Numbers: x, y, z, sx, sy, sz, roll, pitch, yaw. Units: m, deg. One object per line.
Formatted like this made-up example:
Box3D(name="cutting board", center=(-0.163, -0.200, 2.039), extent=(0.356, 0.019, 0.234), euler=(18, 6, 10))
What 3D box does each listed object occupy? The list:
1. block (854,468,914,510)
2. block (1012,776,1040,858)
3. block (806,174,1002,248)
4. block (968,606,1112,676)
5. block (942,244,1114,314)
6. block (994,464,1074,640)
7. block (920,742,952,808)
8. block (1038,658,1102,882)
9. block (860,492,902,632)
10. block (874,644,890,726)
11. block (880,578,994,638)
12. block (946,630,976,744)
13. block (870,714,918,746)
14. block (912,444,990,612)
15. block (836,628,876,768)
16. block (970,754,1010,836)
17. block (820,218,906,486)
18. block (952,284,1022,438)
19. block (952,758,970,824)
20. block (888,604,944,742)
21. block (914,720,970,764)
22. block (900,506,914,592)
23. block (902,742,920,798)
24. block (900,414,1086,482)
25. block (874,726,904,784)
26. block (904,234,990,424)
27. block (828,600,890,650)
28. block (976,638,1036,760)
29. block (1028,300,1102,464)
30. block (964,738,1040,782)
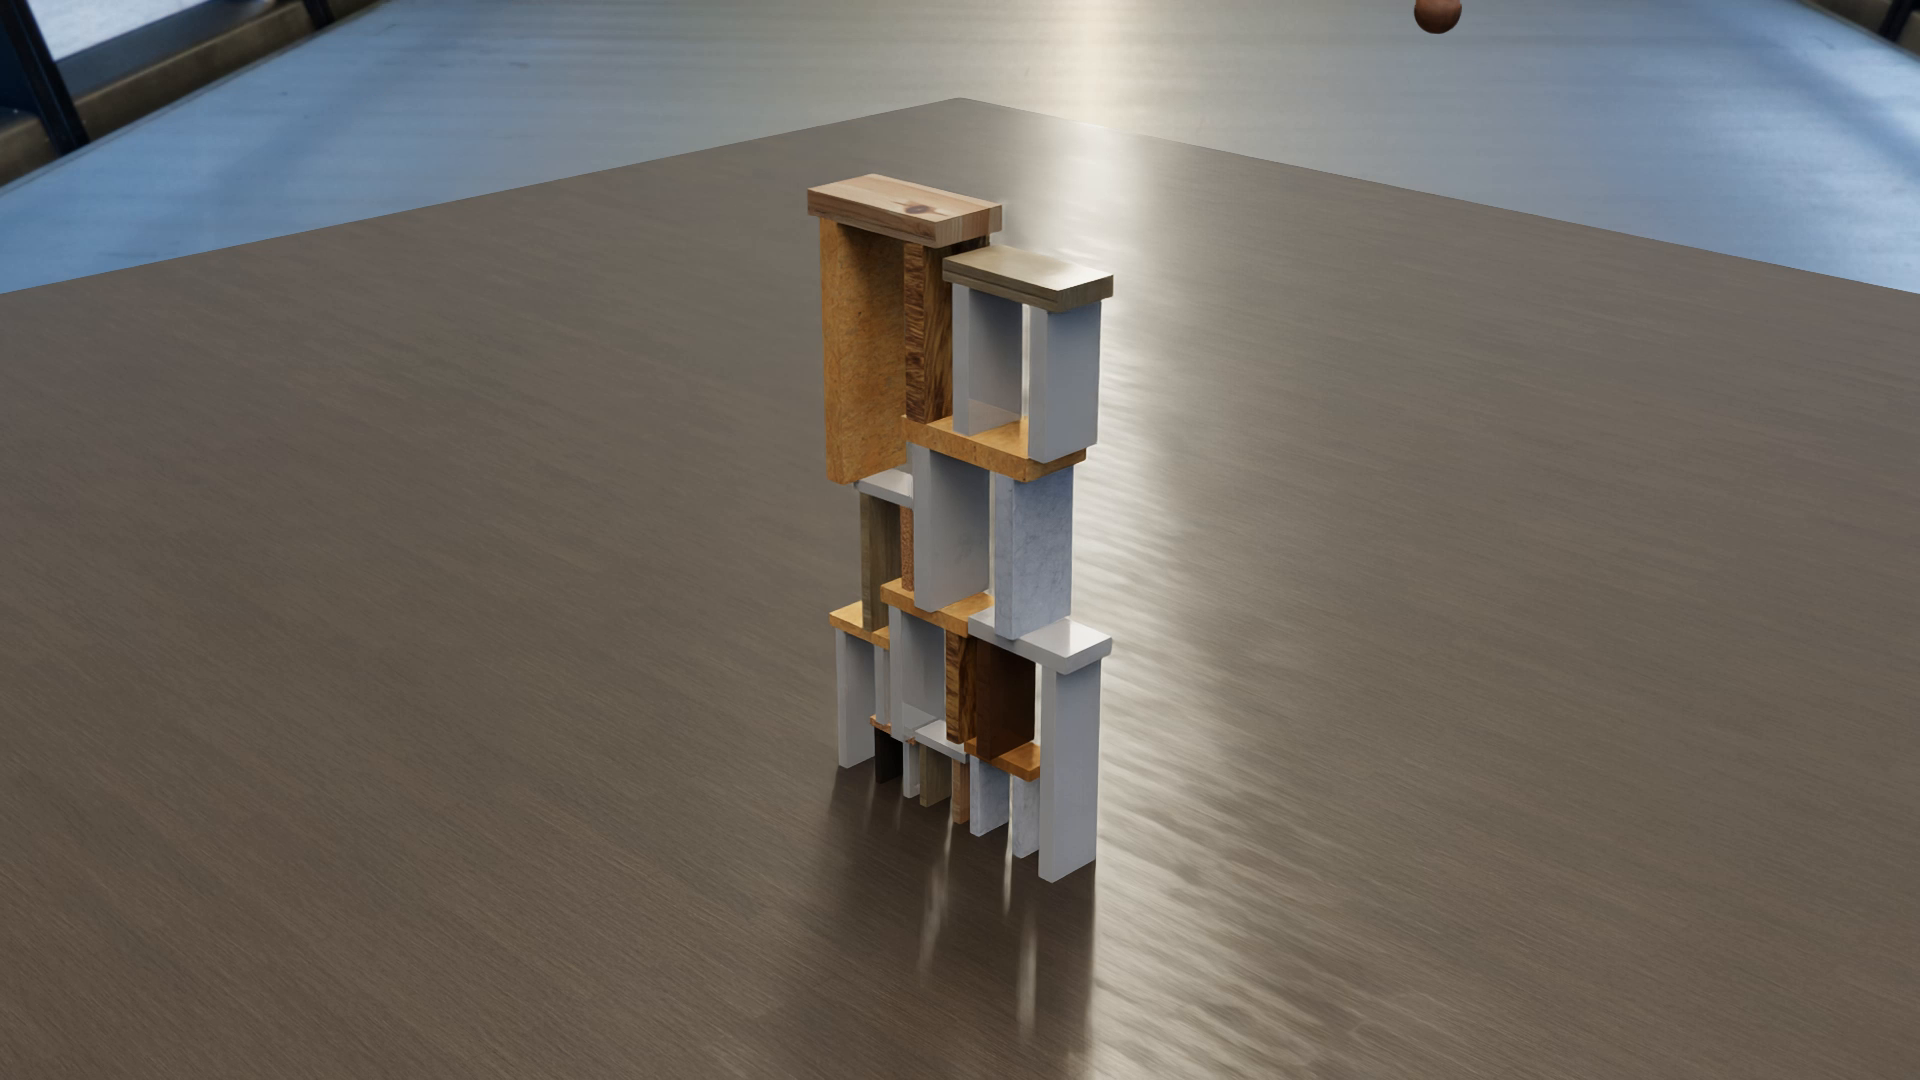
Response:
Box3D(name="block", center=(-0.117, -0.102, 4.307), extent=(0.174, 0.025, 0.087), euler=(19, 30, 41))
Box3D(name="block", center=(0.142, 0.526, 4.297), extent=(0.088, 0.176, 0.025), euler=(-21, 31, -41))
Box3D(name="block", center=(-0.105, -0.612, 4.075), extent=(0.342, 0.048, 0.171), euler=(21, 31, 40))
Box3D(name="block", center=(0.149, 0.179, 4.136), extent=(0.126, 0.036, 0.252), euler=(-21, 31, -40))
Box3D(name="block", center=(0.118, -0.465, 3.890), extent=(0.141, 0.040, 0.283), euler=(-21, 31, -40))
Box3D(name="block", center=(0.137, 0.009, 4.077), extent=(0.161, 0.322, 0.046), euler=(-21, 31, -40))
Box3D(name="block", center=(-0.049, 0.466, 4.479), extent=(0.020, 0.143, 0.072), euler=(21, 31, 41))
Box3D(name="block", center=(0.208, 0.427, 4.176), extent=(0.126, 0.452, 0.036), euler=(-21, 31, -41))
Box3D(name="block", center=(-0.158, 0.034, 4.408), extent=(0.025, 0.300, 0.087), euler=(21, 31, 40))
Box3D(name="block", center=(-0.133, 0.282, 4.496), extent=(0.025, 0.176, 0.088), euler=(21, 31, 40))
Box3D(name="block", center=(-0.030, 0.122, 4.305), extent=(0.239, 0.034, 0.120), euler=(21, 31, 41))
Box3D(name="block", center=(0.027, 0.270, 4.306), extent=(0.034, 0.239, 0.120), euler=(21, 31, 41))
Box3D(name="block", center=(-0.117, 0.381, 4.512), extent=(0.128, 0.018, 0.064), euler=(21, 31, 40))
Box3D(name="block", center=(-0.016, -0.043, 4.219), extent=(0.046, 0.337, 0.161), euler=(21, 31, 40))
Box3D(name="block", center=(-0.216, 0.317, 4.600), extent=(0.025, 0.322, 0.088), euler=(21, 31, 41))
Box3D(name="block", center=(0.059, 0.494, 4.373), extent=(0.025, 0.175, 0.088), euler=(21, 31, 41))
Box3D(name="block", center=(-0.185, -0.379, 4.261), extent=(0.048, 0.526, 0.171), euler=(21, 31, 40))
Box3D(name="block", center=(0.051, -0.343, 4.015), extent=(0.040, 0.283, 0.141), euler=(21, 31, 40))
Box3D(name="block", center=(0.018, 0.493, 4.417), extent=(0.020, 0.143, 0.072), euler=(21, 31, 41))
Box3D(name="block", center=(-0.086, 0.251, 4.420), extent=(0.034, 0.294, 0.120), euler=(21, 31, 41))
Box3D(name="block", center=(-0.016, 0.404, 4.416), extent=(0.143, 0.020, 0.072), euler=(21, 31, 41))
Box3D(name="block", center=(-0.076, 0.006, 4.311), extent=(0.087, 0.174, 0.025), euler=(-22, 31, -41))
Box3D(name="block", center=(-0.087, 0.460, 4.512), extent=(0.018, 0.128, 0.064), euler=(21, 31, 41))
Box3D(name="block", center=(0.060, -0.190, 4.075), extent=(0.322, 0.046, 0.161), euler=(21, 31, 40))
Box3D(name="block", center=(-0.147, 0.437, 4.568), extent=(0.018, 0.128, 0.064), euler=(21, 31, 41))
Box3D(name="block", center=(-0.023, -0.401, 4.077), extent=(0.048, 0.342, 0.171), euler=(21, 31, 40))
Box3D(name="block", center=(-0.175, 0.174, 4.493), extent=(0.176, 0.025, 0.088), euler=(21, 31, 40))
Box3D(name="block", center=(0.090, 0.288, 4.247), extent=(0.126, 0.252, 0.036), euler=(-21, 31, -40))
Box3D(name="block", center=(0.185, -0.290, 3.892), extent=(0.040, 0.283, 0.141), euler=(22, 31, 40))
Box3D(name="block", center=(0.101, 0.417, 4.297), extent=(0.175, 0.025, 0.088), euler=(21, 31, 40))
